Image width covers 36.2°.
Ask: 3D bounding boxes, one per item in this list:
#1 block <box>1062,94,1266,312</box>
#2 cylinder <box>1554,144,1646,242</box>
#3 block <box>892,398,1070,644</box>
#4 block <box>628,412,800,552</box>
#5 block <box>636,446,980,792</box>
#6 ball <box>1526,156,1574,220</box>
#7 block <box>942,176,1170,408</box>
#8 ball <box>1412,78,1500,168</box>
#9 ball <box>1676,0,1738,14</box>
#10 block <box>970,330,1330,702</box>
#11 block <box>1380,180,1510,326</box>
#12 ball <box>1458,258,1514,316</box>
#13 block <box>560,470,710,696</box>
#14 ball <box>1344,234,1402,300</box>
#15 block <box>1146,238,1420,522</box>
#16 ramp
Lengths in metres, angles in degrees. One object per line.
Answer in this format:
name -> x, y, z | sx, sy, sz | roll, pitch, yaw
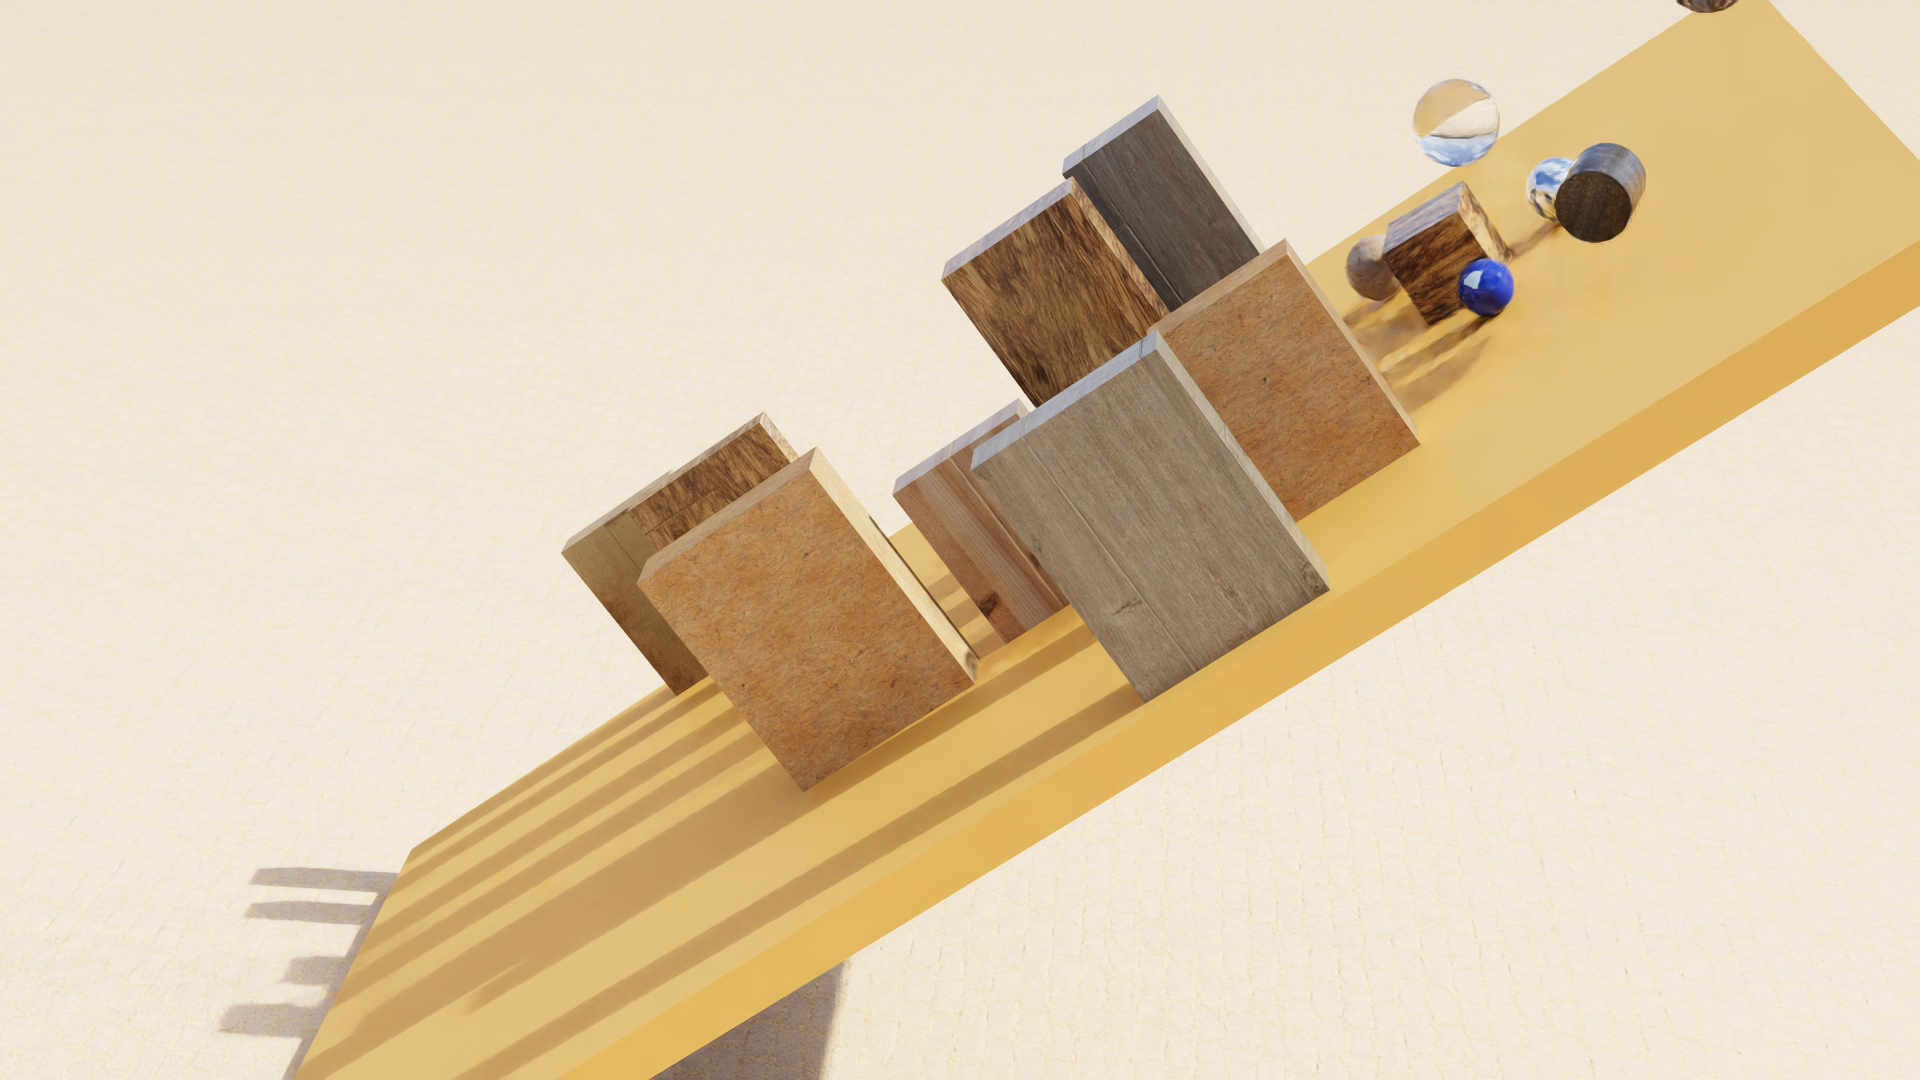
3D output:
block -> 0.510, -0.604, 6.302 | 0.245, 0.661, 0.133 | -33, 16, 15
cylinder -> 1.214, -0.659, 5.574 | 0.144, 0.144, 0.144 | 9, 32, 21
block -> 0.108, -0.037, 6.036 | 0.312, 0.401, 0.095 | -33, 16, 15
block -> -0.480, 0.006, 7.022 | 0.398, 0.500, 0.083 | -33, 16, 15
block -> -0.308, 0.167, 6.050 | 0.441, 0.567, 0.136 | -33, 16, 15
ball -> 1.231, -0.723, 6.057 | 0.131, 0.131, 0.131 | 0, 22, 0
block -> 0.291, -0.390, 6.159 | 0.326, 0.664, 0.134 | -33, 16, 15
ball -> 1.008, -0.847, 5.976 | 0.178, 0.178, 0.178 | 0, 22, 0
ball -> 1.497, -1.147, 5.879 | 0.185, 0.185, 0.185 | 0, 22, 0
block -> 0.341, -0.037, 5.249 | 0.396, 0.545, 0.112 | -33, 16, 15
block -> 1.005, -0.593, 6.077 | 0.182, 0.182, 0.182 | -30, 16, 25
ball -> 1.048, -0.504, 5.858 | 0.113, 0.113, 0.113 | 0, 22, 0
block -> -0.709, 0.108, 7.293 | 0.331, 0.468, 0.091 | -33, 16, 15
ball -> 0.905, -0.590, 6.371 | 0.141, 0.141, 0.141 | 0, 22, 0
block -> 0.611, -0.291, 5.564 | 0.314, 0.452, 0.111 | -33, 16, 15
ramp -> 0.134, 0.175, 6.311 | 4.000, 0.100, 2.000 | -33, 16, 15
